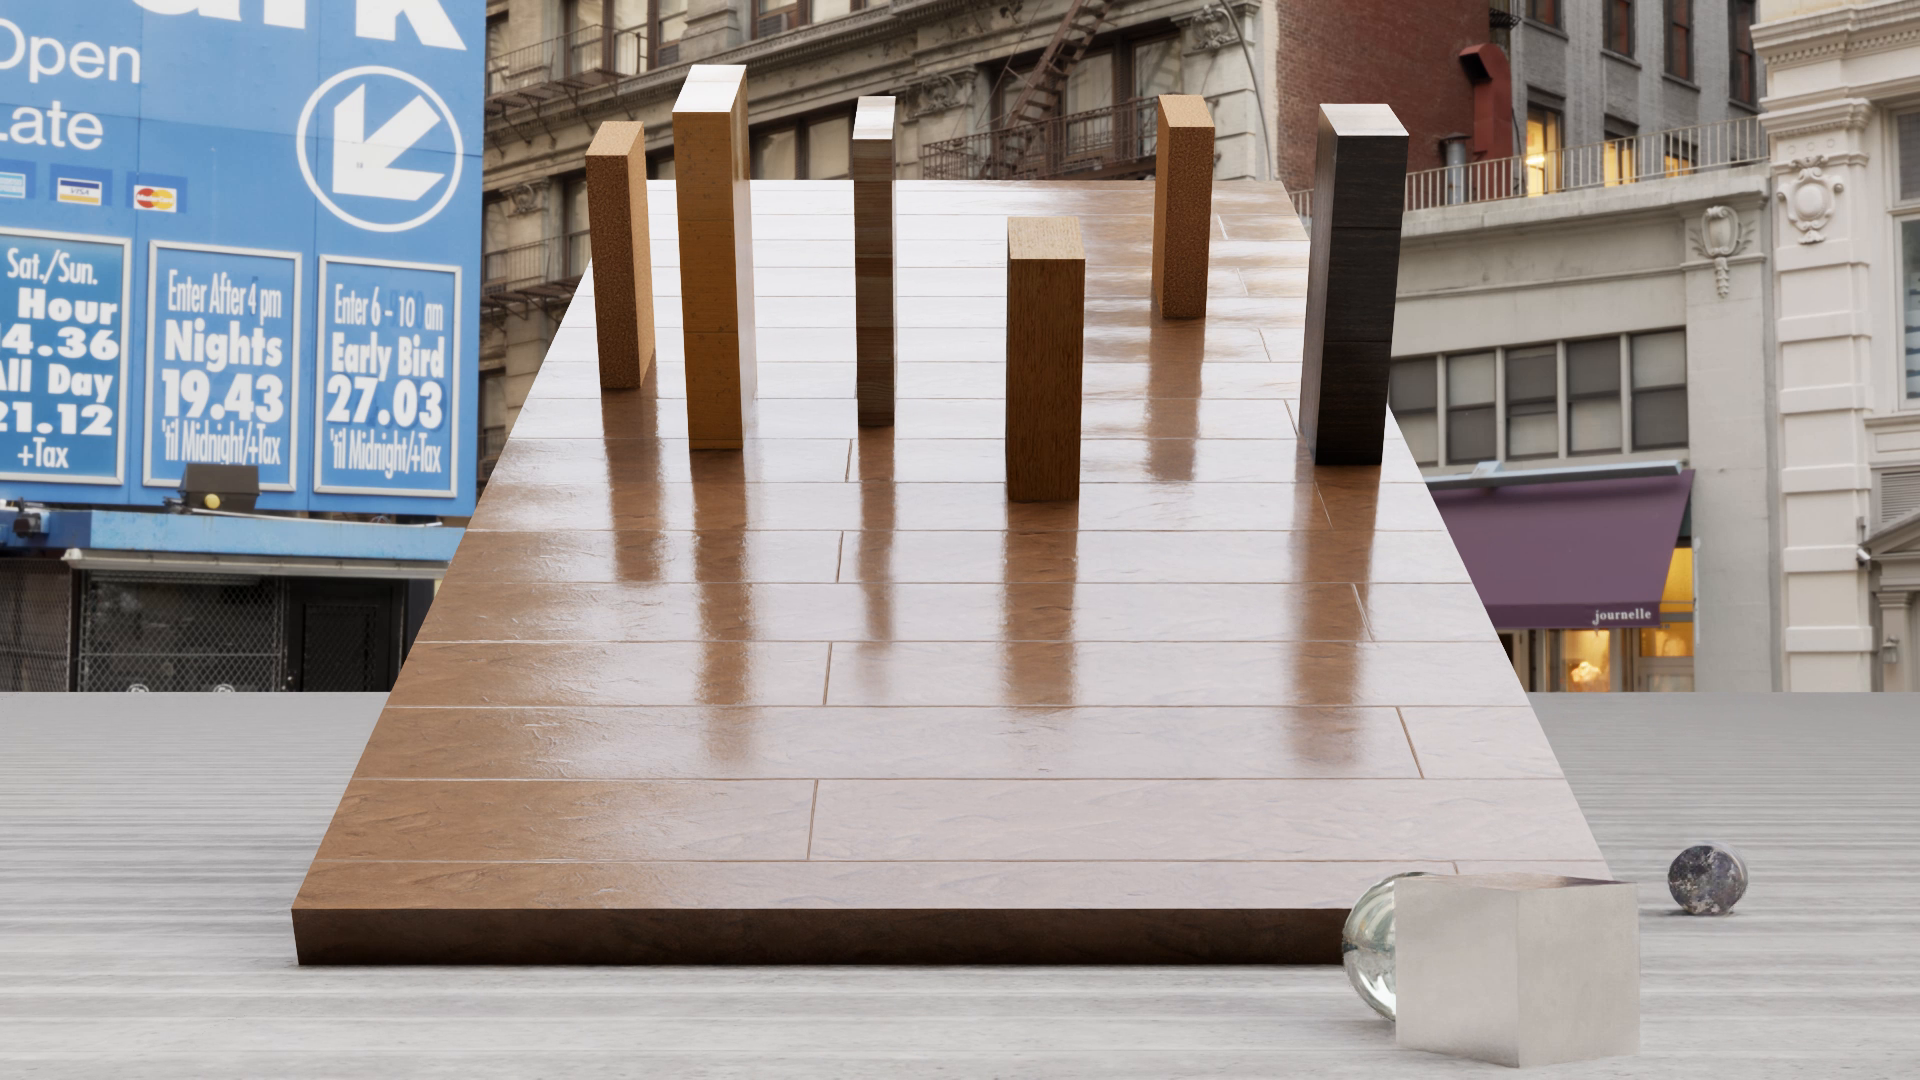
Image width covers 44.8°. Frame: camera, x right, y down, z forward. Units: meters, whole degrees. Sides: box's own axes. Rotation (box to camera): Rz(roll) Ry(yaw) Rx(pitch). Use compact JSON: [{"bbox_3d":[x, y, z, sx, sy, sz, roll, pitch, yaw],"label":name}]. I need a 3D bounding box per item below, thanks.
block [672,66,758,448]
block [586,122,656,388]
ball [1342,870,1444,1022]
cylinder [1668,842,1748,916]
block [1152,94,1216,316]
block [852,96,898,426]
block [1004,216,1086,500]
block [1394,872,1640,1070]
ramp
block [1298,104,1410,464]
[{"bbox_3d":[-0.539,-0.633,5.186,0.119,0.754,0.425,0,24,0],"label":"block"},{"bbox_3d":[-0.800,-0.676,5.516,0.096,0.560,0.304,0,24,0],"label":"block"},{"bbox_3d":[0.571,0.507,2.893,0.191,0.191,0.191,0,-4,0],"label":"ball"},{"bbox_3d":[1.390,0.628,4.332,0.128,0.128,0.128,-2,-4,24],"label":"cylinder"},{"bbox_3d":[0.573,-0.865,6.018,0.113,0.495,0.331,0,24,0],"label":"block"},{"bbox_3d":[-0.190,-0.638,5.313,0.084,0.660,0.377,0,24,0],"label":"block"},{"bbox_3d":[0.176,-0.385,4.919,0.150,0.526,0.296,0,24,0],"label":"block"},{"bbox_3d":[0.645,0.493,2.705,0.195,0.195,0.195,2,-4,-32],"label":"block"},{"bbox_3d":[-0.008,-0.229,5.332,2.000,0.100,4.000,0,24,0],"label":"ramp"},{"bbox_3d":[0.845,-0.550,5.040,0.146,0.730,0.262,0,24,0],"label":"block"}]
